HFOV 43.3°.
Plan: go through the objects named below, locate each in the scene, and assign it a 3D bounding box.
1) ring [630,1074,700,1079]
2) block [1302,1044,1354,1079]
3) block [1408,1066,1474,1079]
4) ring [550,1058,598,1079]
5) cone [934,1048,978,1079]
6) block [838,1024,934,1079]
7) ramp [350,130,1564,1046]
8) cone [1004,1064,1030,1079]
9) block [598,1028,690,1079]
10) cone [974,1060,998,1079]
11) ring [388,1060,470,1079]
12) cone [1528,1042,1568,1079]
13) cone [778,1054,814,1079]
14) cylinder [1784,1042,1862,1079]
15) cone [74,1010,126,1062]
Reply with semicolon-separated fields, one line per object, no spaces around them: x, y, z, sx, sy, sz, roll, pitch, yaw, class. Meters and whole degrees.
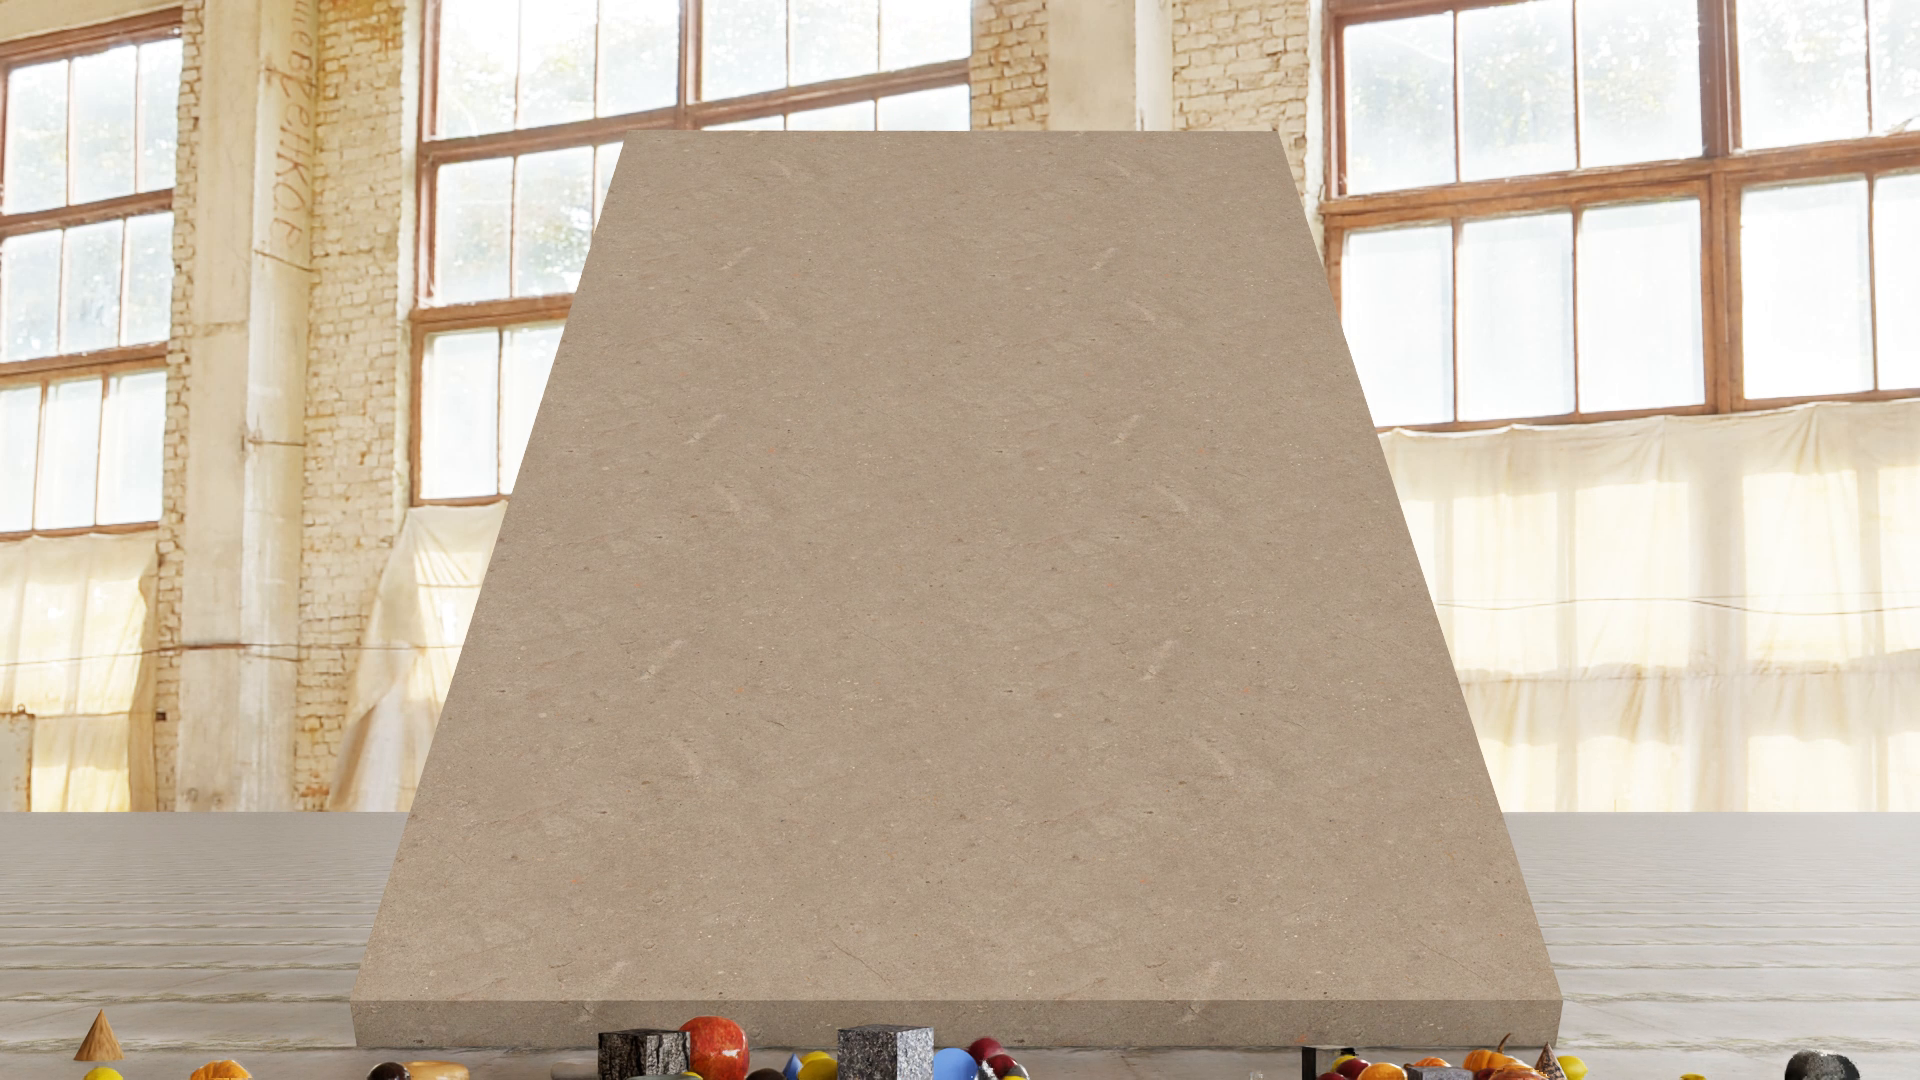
-0.396;0.734;3.211;0.122;0.041;0.122;-1;-7;0;ring
0.531;0.758;3.489;0.053;0.053;0.053;3;-7;-28;block
0.610;0.706;3.072;0.066;0.066;0.066;1;-6;-6;block
-0.543;0.770;3.500;0.097;0.032;0.097;1;-5;0;ring
-0.017;0.757;3.382;0.071;0.071;0.071;2;-33;-16;cone
-0.102;0.718;3.317;0.096;0.096;0.096;-4;-7;29;block
-0.013;-0.207;5.739;2.000;0.100;4.000;0;30;0;ramp
0.091;0.752;3.306;0.054;0.054;0.054;28;10;32;cone
-0.434;0.722;3.328;0.089;0.089;0.089;-4;-8;34;block
0.050;0.720;3.077;0.087;0.087;0.087;26;-5;5;cone
-0.750;0.758;3.416;0.114;0.038;0.114;1;-7;0;ring
0.775;0.706;3.190;0.091;0.091;0.091;0;-6;0;cone
-0.222;0.764;3.421;0.057;0.057;0.057;27;-10;-5;cone
1.153;0.721;3.236;0.072;0.072;0.072;2;16;-20;cylinder
-1.365;0.784;3.843;0.079;0.079;0.079;0;-6;0;cone
